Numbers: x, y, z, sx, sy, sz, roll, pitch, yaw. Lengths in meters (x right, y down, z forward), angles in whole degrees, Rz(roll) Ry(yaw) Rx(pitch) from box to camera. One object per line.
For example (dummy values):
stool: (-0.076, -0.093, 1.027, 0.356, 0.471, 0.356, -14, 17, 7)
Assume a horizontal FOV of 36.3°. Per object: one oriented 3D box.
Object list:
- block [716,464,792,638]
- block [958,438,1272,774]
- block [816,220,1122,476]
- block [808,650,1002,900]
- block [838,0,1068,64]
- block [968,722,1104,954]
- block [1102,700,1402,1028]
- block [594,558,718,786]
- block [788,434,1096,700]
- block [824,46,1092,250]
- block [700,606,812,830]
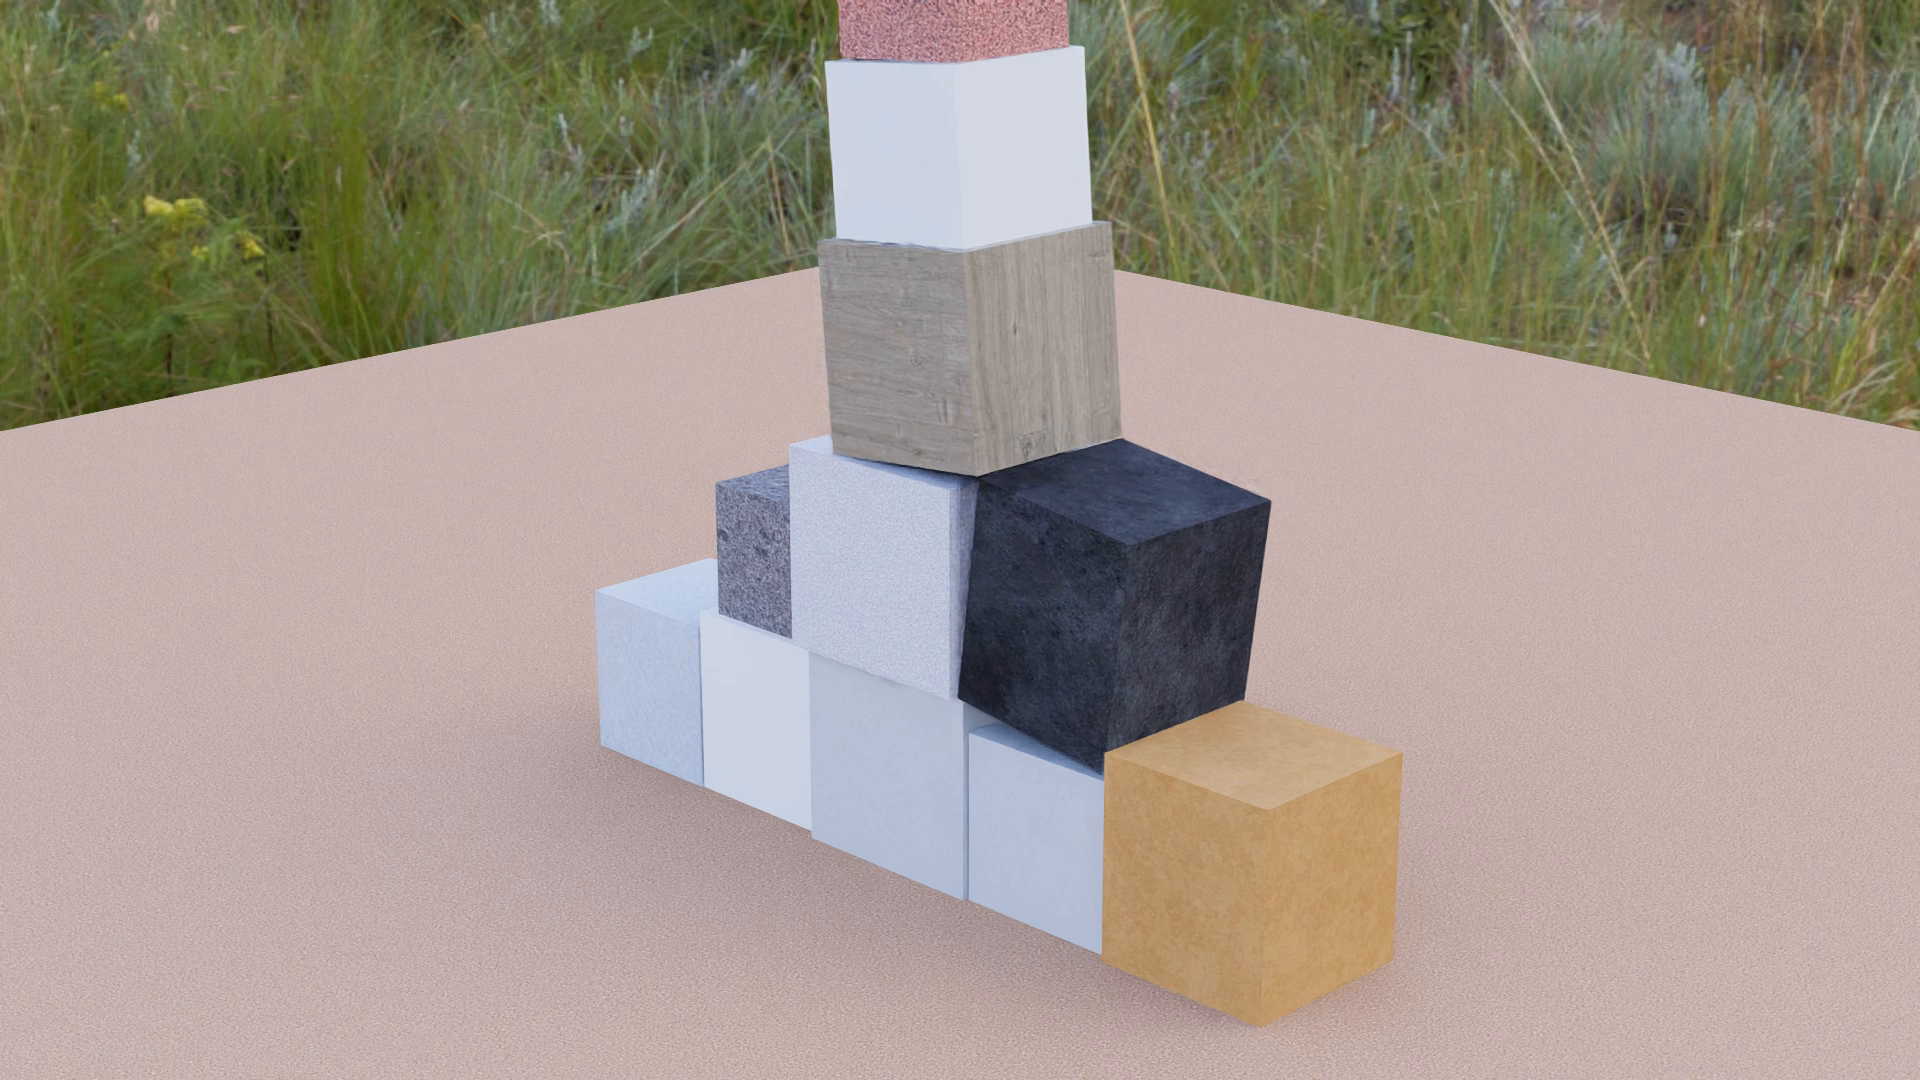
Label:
block: (-0.673, 0.041, 14.078, 0.702, 0.658, 0.693, -17, 24, -42)
block: (0.663, 0.263, 12.734, 0.908, 1.044, 0.874, -17, 31, -42)
block: (0.048, -0.893, 13.026, 0.928, 0.961, 0.910, -17, 19, -42)
block: (-0.019, 0.958, 13.689, 0.918, 0.964, 1.012, -17, 24, -42)
block: (-0.041, -2.503, 12.627, 0.678, 0.799, 0.724, -17, 20, -42)
block: (0.638, 1.234, 13.077, 0.854, 0.804, 0.841, -17, 24, -42)
block: (1.233, 1.350, 12.447, 0.890, 0.960, 0.879, -17, 24, -42)
block: (-1.288, 0.655, 14.869, 0.760, 0.835, 0.797, -17, 24, -42)
block: (-0.056, 0.030, 13.427, 1.005, 0.963, 1.034, -17, 24, -42)
block: (-0.002, -1.736, 12.824, 0.799, 0.772, 0.794, -17, 19, -42)
block: (-0.678, 0.785, 14.327, 0.813, 0.911, 0.833, -17, 24, -42)
